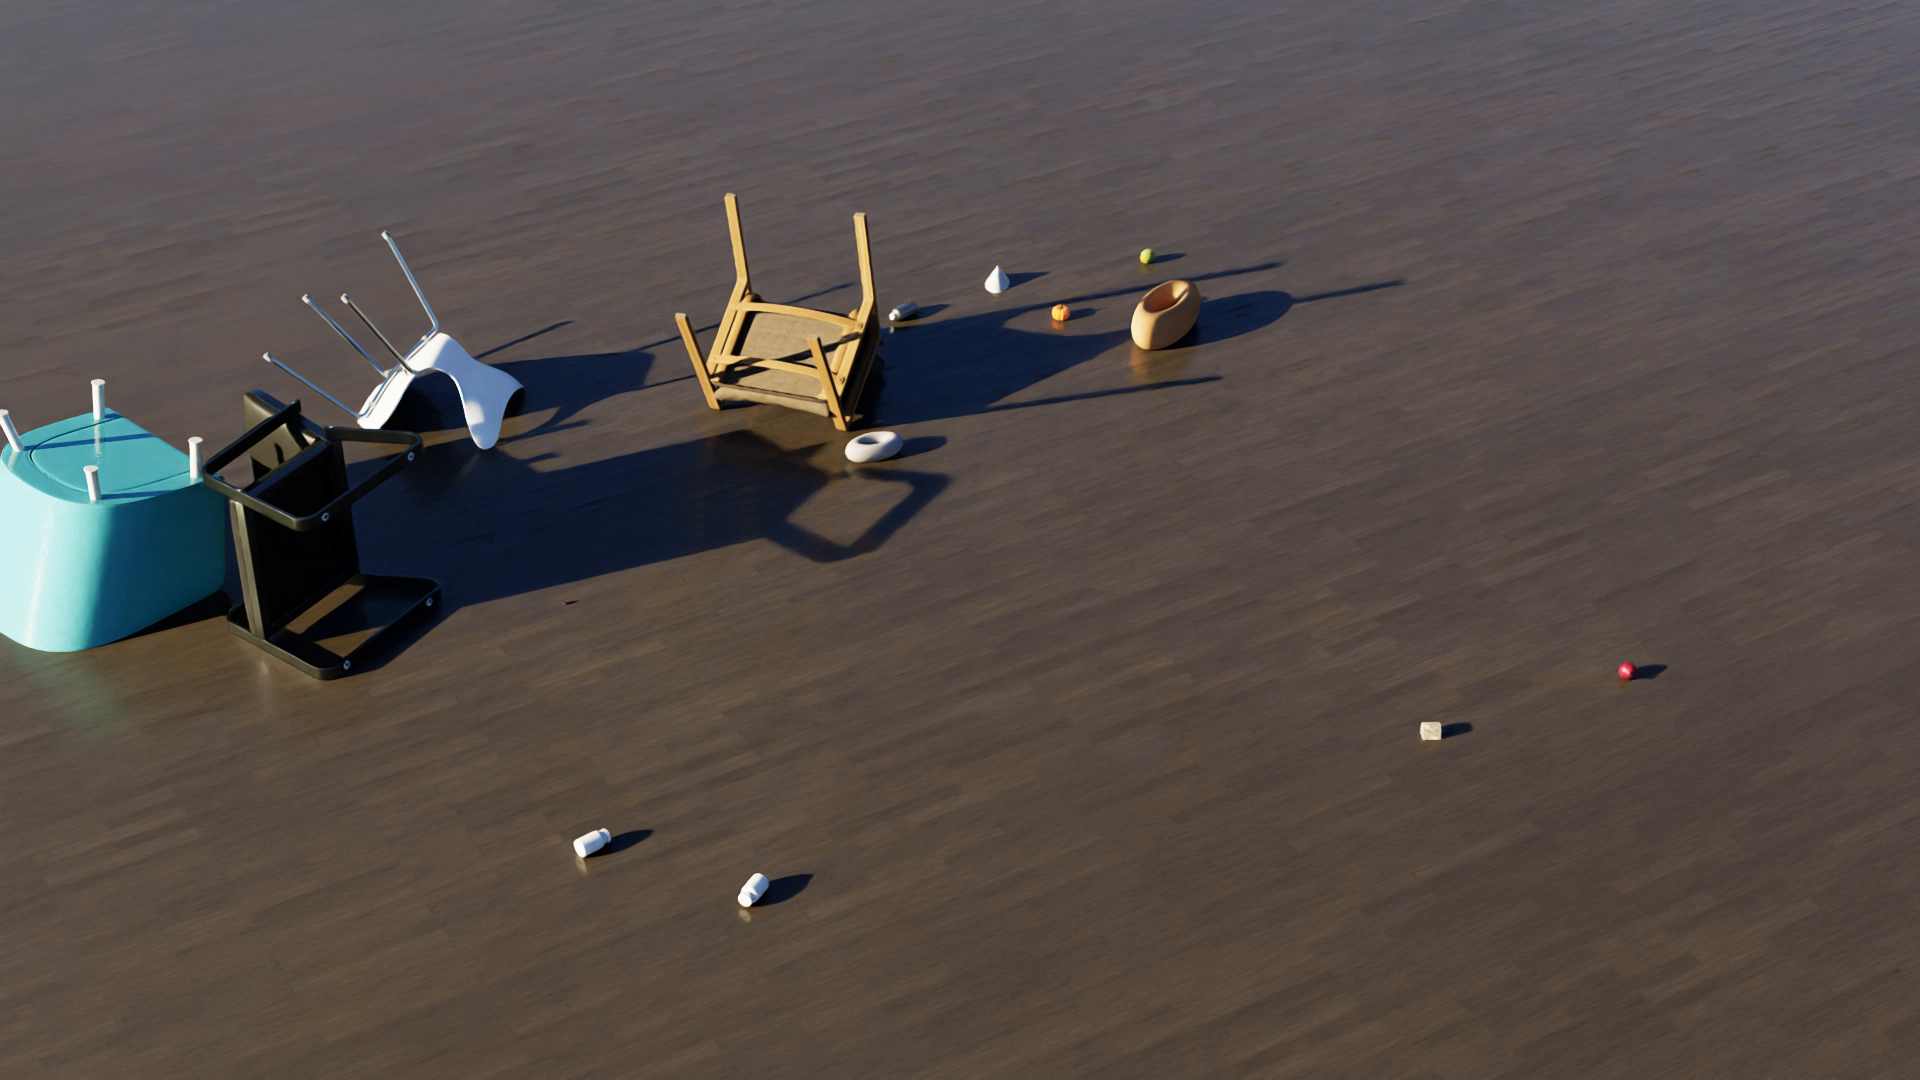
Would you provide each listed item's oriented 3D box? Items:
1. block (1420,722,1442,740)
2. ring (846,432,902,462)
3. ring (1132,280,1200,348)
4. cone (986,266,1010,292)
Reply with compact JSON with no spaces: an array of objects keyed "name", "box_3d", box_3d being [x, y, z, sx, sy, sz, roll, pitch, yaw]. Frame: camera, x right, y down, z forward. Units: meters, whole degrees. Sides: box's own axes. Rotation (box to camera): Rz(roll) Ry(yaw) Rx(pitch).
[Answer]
[{"name":"block","box_3d":[1.595,0.646,9.925,0.060,0.043,0.041,-1,33,-2]},{"name":"ring","box_3d":[-0.334,-0.363,11.426,0.241,0.078,0.125,-14,37,-22]},{"name":"ring","box_3d":[0.861,-0.942,12.229,0.223,0.164,0.461,16,38,26]},{"name":"cone","box_3d":[0.161,-1.142,12.598,0.104,0.087,0.177,4,34,6]}]
